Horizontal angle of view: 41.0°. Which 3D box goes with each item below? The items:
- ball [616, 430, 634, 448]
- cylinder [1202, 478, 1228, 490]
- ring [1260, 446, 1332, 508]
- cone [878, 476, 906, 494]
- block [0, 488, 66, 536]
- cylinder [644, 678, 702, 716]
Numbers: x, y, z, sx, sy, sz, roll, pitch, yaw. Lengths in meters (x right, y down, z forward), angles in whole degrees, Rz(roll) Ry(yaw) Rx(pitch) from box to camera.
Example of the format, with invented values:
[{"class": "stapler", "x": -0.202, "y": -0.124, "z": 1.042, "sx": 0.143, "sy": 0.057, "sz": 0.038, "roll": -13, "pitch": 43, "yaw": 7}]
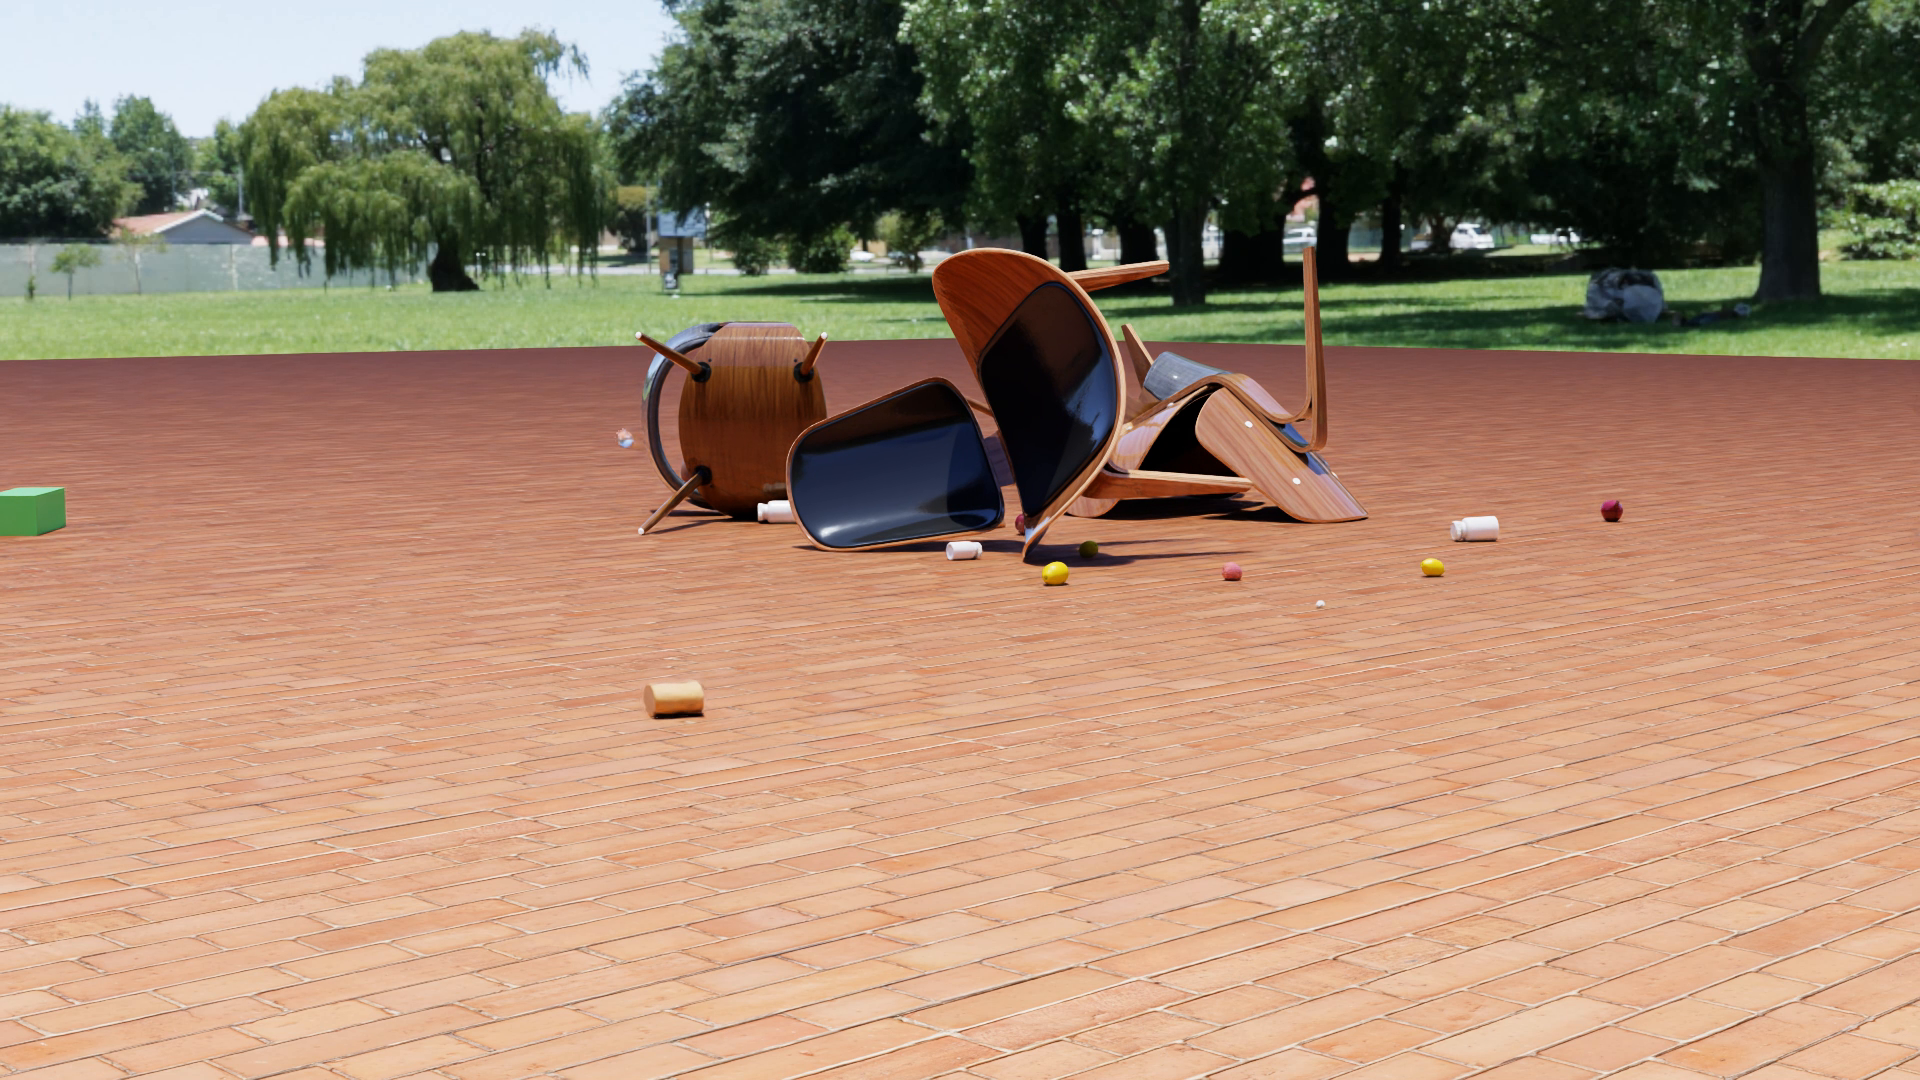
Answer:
[{"class": "ball", "x": -1.290, "y": -0.389, "z": 9.879, "sx": 0.064, "sy": 0.064, "sz": 0.064, "roll": 0, "pitch": 6, "yaw": 0}, {"class": "cylinder", "x": 0.787, "y": -0.171, "z": 7.908, "sx": 0.073, "sy": 0.034, "sz": 0.058, "roll": -1, "pitch": 4, "yaw": 3}, {"class": "ring", "x": 0.954, "y": -0.176, "z": 7.286, "sx": 0.212, "sy": 0.183, "sz": 0.105, "roll": 11, "pitch": -14, "yaw": -11}, {"class": "cone", "x": -0.187, "y": -0.152, "z": 7.753, "sx": 0.069, "sy": 0.059, "sz": 0.108, "roll": 34, "pitch": 24, "yaw": 35}, {"class": "block", "x": -2.411, "y": -0.074, "z": 6.630, "sx": 0.121, "sy": 0.102, "sz": 0.249, "roll": 0, "pitch": 6, "yaw": -3}, {"class": "cylinder", "x": -0.430, "y": 0.240, "z": 3.856, "sx": 0.075, "sy": 0.047, "sz": 0.061, "roll": 16, "pitch": 13, "yaw": -17}]
